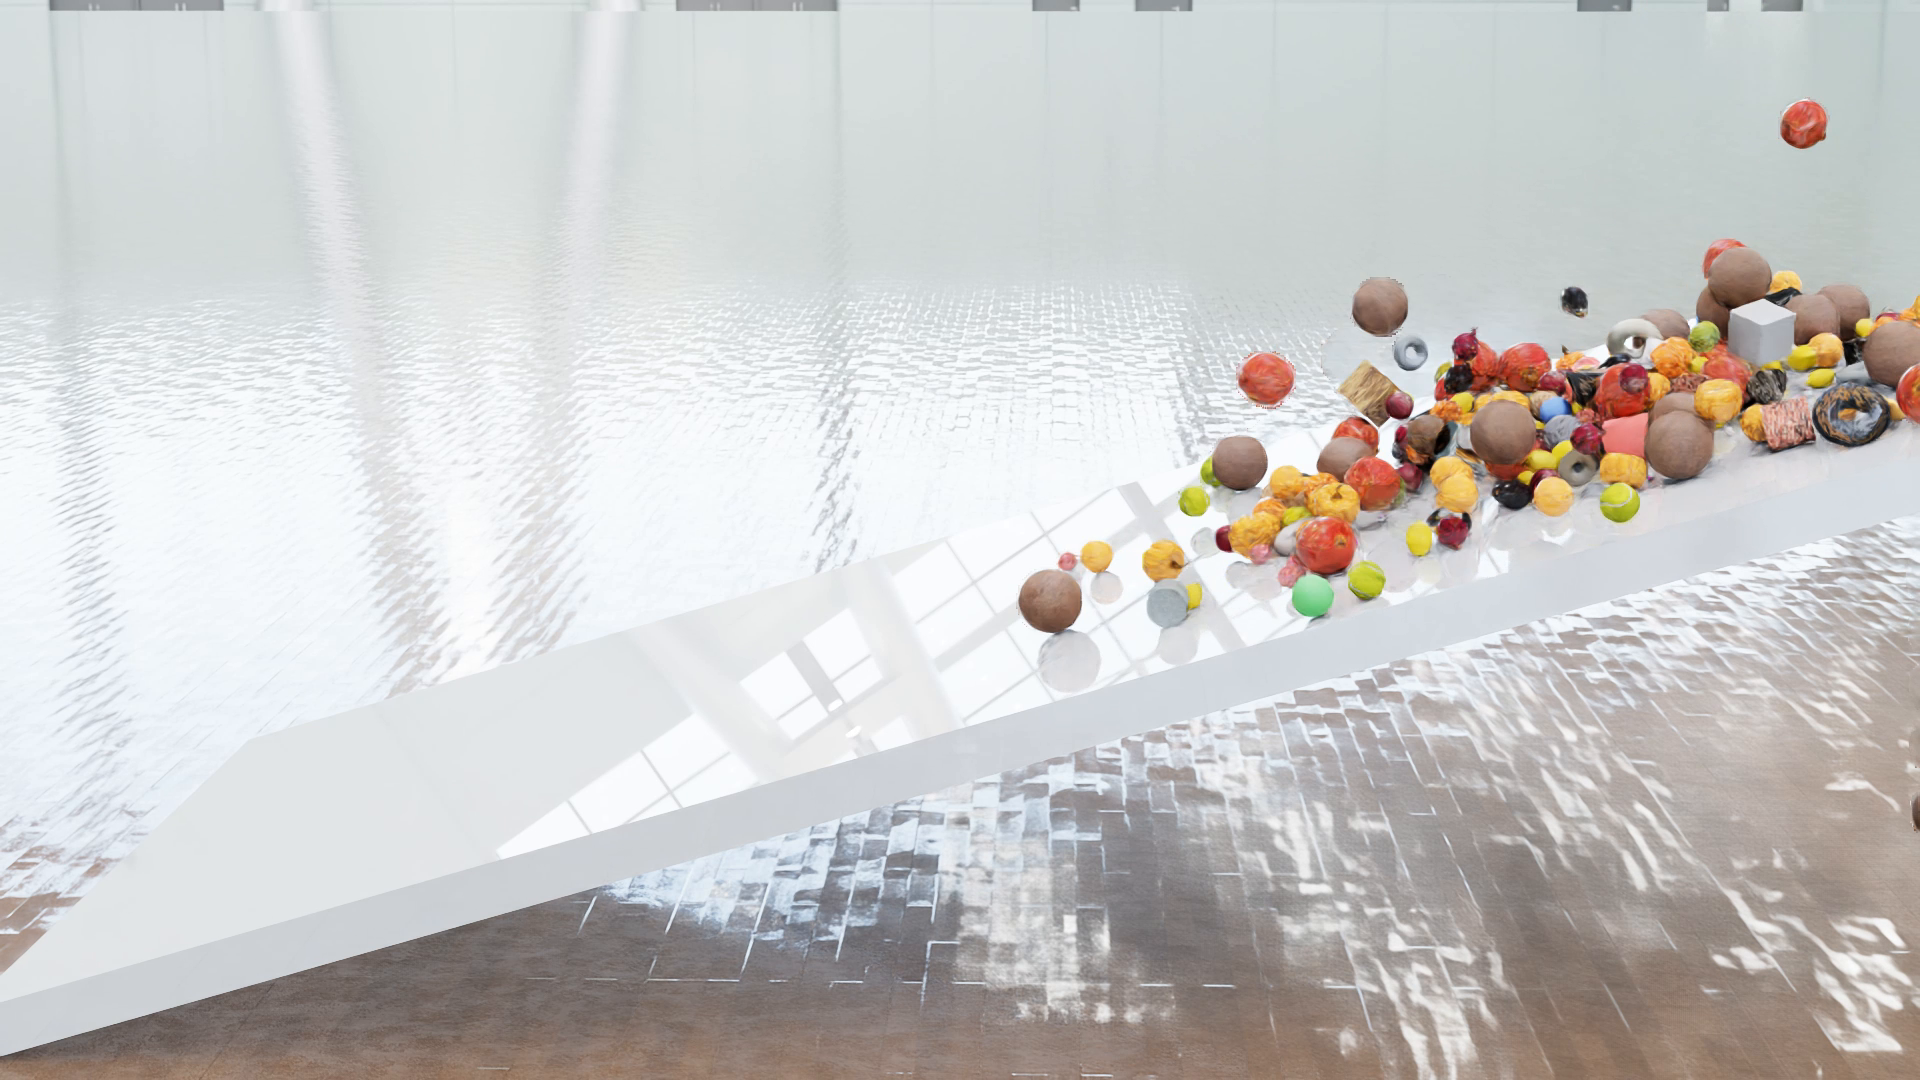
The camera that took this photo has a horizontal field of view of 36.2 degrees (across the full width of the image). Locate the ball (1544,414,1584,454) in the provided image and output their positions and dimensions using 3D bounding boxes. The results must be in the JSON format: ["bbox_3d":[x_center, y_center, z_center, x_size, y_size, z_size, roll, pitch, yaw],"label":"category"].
[{"bbox_3d":[1.218,-0.213,5.933,0.081,0.081,0.081,0,11,0],"label":"ball"}]

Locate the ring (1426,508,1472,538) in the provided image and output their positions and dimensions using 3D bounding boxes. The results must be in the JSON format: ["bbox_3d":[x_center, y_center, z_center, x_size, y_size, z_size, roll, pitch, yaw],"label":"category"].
[{"bbox_3d":[0.934,-0.032,5.608,0.087,0.029,0.087,8,-31,5],"label":"ring"}]

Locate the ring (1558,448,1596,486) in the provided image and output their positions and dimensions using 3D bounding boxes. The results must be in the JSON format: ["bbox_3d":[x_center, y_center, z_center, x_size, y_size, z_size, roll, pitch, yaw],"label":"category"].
[{"bbox_3d":[1.190,-0.139,5.666,0.075,0.075,0.025,-2,17,-9],"label":"ring"}]

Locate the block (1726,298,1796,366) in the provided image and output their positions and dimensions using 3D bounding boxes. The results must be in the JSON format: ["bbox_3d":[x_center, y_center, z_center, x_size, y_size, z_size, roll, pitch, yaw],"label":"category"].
[{"bbox_3d":[1.598,-0.414,5.869,0.090,0.090,0.090,-19,33,-25],"label":"block"}]

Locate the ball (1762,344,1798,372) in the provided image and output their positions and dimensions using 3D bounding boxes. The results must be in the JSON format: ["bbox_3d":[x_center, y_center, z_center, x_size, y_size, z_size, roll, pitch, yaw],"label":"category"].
[{"bbox_3d":[1.687,-0.383,6.071,0.081,0.081,0.081,0,11,0],"label":"ball"}]

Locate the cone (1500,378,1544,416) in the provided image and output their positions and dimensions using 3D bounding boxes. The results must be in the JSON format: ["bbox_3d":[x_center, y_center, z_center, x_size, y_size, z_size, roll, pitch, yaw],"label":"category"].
[{"bbox_3d":[1.240,-0.331,6.565,0.087,0.087,0.087,14,3,-28],"label":"cone"}]

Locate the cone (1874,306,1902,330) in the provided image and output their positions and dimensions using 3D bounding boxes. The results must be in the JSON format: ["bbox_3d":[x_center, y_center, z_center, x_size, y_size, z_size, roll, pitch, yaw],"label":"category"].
[{"bbox_3d":[1.983,-0.465,6.316,0.055,0.055,0.055,-32,23,-20],"label":"cone"}]

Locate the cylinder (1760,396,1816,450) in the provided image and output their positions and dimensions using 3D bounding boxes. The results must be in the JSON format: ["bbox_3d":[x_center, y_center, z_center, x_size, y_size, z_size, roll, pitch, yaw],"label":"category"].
[{"bbox_3d":[1.555,-0.219,5.527,0.085,0.085,0.085,-16,7,15],"label":"cylinder"}]

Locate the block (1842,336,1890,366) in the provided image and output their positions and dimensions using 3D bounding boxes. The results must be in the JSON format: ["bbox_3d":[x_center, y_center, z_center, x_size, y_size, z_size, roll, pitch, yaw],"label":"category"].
[{"bbox_3d":[1.844,-0.380,5.986,0.060,0.060,0.060,-17,9,-35],"label":"block"}]

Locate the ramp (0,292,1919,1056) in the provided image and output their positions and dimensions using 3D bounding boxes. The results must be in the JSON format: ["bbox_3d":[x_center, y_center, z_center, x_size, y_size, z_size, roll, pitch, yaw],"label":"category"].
[{"bbox_3d":[0.093,0.186,6.317,4.000,0.100,2.000,-16,10,5],"label":"ramp"}]

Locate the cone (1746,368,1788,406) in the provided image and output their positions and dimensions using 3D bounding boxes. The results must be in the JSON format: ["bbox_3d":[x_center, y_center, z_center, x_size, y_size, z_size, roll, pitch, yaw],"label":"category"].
[{"bbox_3d":[1.601,-0.279,5.794,0.083,0.083,0.083,-1,43,-6],"label":"cone"}]

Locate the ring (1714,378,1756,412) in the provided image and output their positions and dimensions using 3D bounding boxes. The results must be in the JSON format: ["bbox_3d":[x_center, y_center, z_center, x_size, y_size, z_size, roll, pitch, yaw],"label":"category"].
[{"bbox_3d":[1.571,-0.295,6.007,0.116,0.039,0.116,-10,26,5],"label":"ring"}]

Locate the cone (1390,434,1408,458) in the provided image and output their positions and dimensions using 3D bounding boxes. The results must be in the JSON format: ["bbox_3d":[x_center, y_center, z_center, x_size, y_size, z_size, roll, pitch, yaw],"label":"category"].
[{"bbox_3d":[0.999,-0.198,6.521,0.061,0.061,0.061,-10,30,-41],"label":"cone"}]

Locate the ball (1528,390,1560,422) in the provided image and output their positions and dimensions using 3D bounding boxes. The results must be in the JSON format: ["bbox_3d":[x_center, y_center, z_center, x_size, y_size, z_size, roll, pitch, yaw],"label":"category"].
[{"bbox_3d":[1.206,-0.275,6.057,0.067,0.067,0.067,0,11,0],"label":"ball"}]

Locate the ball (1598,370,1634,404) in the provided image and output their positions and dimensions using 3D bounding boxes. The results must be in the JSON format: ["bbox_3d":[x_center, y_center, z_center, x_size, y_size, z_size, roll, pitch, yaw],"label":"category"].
[{"bbox_3d":[1.332,-0.310,5.978,0.070,0.070,0.070,0,11,0],"label":"ball"}]

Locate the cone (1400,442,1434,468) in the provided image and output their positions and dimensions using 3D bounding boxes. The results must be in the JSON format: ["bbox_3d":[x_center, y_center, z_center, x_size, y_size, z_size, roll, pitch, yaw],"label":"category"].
[{"bbox_3d":[1.003,-0.178,6.397,0.067,0.067,0.067,23,22,33],"label":"cone"}]

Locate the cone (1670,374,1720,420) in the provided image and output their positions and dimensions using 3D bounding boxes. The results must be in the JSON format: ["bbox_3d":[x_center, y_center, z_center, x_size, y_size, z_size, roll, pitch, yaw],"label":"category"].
[{"bbox_3d":[1.452,-0.303,5.763,0.099,0.099,0.099,6,32,28],"label":"cone"}]

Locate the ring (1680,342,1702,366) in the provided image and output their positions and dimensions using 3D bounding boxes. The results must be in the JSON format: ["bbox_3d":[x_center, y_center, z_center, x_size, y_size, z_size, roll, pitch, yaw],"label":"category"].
[{"bbox_3d":[1.614,-0.414,6.637,0.121,0.040,0.121,-17,11,3],"label":"ring"}]

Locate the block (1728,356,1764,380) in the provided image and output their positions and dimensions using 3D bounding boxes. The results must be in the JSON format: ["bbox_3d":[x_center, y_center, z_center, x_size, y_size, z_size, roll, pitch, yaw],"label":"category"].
[{"bbox_3d":[1.666,-0.360,6.216,0.054,0.054,0.054,-22,11,-28],"label":"block"}]

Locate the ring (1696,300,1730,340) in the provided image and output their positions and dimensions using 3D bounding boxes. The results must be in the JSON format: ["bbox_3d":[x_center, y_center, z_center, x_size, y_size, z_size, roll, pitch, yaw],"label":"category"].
[{"bbox_3d":[1.737,-0.506,6.769,0.032,0.097,0.097,-17,19,-37],"label":"ring"}]

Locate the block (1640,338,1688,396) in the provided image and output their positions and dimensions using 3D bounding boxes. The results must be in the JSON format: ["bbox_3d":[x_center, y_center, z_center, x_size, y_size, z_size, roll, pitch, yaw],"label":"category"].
[{"bbox_3d":[1.477,-0.362,6.197,0.086,0.086,0.086,13,-17,9],"label":"block"}]

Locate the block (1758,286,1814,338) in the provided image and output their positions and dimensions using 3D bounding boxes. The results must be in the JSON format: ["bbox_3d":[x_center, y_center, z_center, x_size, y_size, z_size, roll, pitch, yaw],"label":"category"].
[{"bbox_3d":[1.824,-0.498,6.493,0.082,0.082,0.082,-20,-24,39],"label":"block"}]

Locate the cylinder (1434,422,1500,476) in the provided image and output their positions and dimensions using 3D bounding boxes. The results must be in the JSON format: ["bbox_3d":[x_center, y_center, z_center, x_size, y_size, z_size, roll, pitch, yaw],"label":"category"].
[{"bbox_3d":[1.047,-0.188,6.076,0.096,0.096,0.096,13,7,-18],"label":"cylinder"}]

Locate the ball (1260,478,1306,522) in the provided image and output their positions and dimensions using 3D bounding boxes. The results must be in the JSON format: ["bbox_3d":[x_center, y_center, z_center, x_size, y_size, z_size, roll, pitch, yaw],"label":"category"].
[{"bbox_3d":[0.684,-0.084,6.238,0.094,0.094,0.094,0,11,0],"label":"ball"}]

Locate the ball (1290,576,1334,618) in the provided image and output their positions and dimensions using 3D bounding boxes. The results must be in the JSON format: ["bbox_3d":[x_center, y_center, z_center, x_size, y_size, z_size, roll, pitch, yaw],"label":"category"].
[{"bbox_3d":[0.640,0.102,5.342,0.077,0.077,0.077,0,11,0],"label":"ball"}]

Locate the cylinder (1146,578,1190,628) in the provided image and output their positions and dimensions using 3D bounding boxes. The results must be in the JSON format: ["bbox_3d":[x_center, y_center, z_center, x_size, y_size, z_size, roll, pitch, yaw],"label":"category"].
[{"bbox_3d":[0.398,0.121,5.641,0.078,0.078,0.078,2,13,8],"label":"cylinder"}]

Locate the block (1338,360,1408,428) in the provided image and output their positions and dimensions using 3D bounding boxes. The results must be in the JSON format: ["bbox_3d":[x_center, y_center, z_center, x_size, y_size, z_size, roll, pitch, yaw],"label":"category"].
[{"bbox_3d":[0.926,-0.328,6.595,0.095,0.095,0.095,47,9,34],"label":"block"}]

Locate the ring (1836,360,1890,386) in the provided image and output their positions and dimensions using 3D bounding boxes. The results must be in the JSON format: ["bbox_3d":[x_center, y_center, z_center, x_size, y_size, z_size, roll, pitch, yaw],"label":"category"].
[{"bbox_3d":[1.803,-0.330,5.873,0.109,0.036,0.109,-17,11,3],"label":"ring"}]

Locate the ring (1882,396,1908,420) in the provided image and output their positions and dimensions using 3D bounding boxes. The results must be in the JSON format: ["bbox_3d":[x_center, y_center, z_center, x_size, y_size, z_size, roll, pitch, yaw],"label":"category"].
[{"bbox_3d":[1.716,-0.248,5.488,0.101,0.034,0.101,14,2,-1],"label":"ring"}]

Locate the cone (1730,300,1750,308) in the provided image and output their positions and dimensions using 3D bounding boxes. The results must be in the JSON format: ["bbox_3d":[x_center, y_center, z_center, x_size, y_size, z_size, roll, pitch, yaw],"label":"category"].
[{"bbox_3d":[1.701,-0.509,6.422,0.058,0.058,0.058,36,0,-18],"label":"cone"}]

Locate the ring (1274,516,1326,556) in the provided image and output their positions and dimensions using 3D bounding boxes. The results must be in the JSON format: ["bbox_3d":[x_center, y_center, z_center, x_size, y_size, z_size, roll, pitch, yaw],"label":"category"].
[{"bbox_3d":[0.686,-0.007,5.941,0.112,0.037,0.112,-28,18,10],"label":"ring"}]

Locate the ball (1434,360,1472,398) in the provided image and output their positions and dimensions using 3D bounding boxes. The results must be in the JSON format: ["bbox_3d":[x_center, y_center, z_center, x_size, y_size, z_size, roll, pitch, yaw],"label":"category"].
[{"bbox_3d":[1.186,-0.389,7.068,0.091,0.091,0.091,0,11,0],"label":"ball"}]

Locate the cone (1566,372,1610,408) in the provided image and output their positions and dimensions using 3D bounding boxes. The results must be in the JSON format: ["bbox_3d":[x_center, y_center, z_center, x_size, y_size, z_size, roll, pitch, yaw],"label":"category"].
[{"bbox_3d":[1.282,-0.320,5.955,0.083,0.083,0.083,-24,8,8],"label":"cone"}]

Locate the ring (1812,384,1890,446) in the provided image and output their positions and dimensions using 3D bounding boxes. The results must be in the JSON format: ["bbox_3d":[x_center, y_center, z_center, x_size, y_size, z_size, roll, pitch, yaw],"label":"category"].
[{"bbox_3d":[1.640,-0.230,5.413,0.139,0.046,0.139,-8,50,9],"label":"ring"}]

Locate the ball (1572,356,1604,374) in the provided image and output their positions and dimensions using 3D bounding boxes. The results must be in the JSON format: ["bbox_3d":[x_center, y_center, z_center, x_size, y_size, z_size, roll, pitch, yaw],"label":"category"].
[{"bbox_3d":[1.429,-0.383,6.691,0.070,0.070,0.070,0,11,0],"label":"ball"}]

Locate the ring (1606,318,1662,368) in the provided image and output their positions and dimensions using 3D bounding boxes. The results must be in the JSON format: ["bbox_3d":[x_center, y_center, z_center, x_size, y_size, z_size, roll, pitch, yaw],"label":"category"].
[{"bbox_3d":[1.441,-0.421,6.285,0.117,0.117,0.039,2,36,10],"label":"ring"}]

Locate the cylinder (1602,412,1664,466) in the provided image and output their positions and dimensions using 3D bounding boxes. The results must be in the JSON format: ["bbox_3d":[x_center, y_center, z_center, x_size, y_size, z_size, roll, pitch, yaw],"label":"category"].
[{"bbox_3d":[1.325,-0.199,5.788,0.093,0.093,0.093,-13,3,29],"label":"cylinder"}]

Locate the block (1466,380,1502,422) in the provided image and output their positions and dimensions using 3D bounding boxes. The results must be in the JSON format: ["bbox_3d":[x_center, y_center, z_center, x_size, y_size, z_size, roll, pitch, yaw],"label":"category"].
[{"bbox_3d":[1.189,-0.315,6.684,0.060,0.060,0.060,-16,47,5],"label":"block"}]

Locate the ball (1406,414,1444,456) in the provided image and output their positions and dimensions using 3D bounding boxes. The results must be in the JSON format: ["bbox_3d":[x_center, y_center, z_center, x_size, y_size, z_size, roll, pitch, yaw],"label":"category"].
[{"bbox_3d":[0.976,-0.220,6.145,0.086,0.086,0.086,0,11,0],"label":"ball"}]

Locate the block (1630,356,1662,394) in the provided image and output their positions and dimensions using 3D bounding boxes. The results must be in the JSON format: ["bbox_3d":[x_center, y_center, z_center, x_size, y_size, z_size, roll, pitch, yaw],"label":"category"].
[{"bbox_3d":[1.417,-0.341,6.072,0.054,0.054,0.054,-9,29,10],"label":"block"}]

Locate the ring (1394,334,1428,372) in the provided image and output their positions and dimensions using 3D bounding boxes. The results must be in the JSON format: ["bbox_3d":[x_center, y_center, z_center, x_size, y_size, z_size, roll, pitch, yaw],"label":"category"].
[{"bbox_3d":[0.928,-0.385,6.056,0.075,0.075,0.025,-4,2,-18],"label":"ring"}]

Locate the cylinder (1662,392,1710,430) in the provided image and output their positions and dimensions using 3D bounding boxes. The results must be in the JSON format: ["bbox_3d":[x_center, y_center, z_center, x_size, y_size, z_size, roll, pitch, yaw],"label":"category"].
[{"bbox_3d":[1.463,-0.266,5.915,0.070,0.070,0.070,18,0,-31],"label":"cylinder"}]

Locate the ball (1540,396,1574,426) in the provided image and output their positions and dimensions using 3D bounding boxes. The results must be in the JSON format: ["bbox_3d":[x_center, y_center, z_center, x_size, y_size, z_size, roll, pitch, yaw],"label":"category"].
[{"bbox_3d":[1.215,-0.258,5.991,0.066,0.066,0.066,0,11,0],"label":"ball"}]
